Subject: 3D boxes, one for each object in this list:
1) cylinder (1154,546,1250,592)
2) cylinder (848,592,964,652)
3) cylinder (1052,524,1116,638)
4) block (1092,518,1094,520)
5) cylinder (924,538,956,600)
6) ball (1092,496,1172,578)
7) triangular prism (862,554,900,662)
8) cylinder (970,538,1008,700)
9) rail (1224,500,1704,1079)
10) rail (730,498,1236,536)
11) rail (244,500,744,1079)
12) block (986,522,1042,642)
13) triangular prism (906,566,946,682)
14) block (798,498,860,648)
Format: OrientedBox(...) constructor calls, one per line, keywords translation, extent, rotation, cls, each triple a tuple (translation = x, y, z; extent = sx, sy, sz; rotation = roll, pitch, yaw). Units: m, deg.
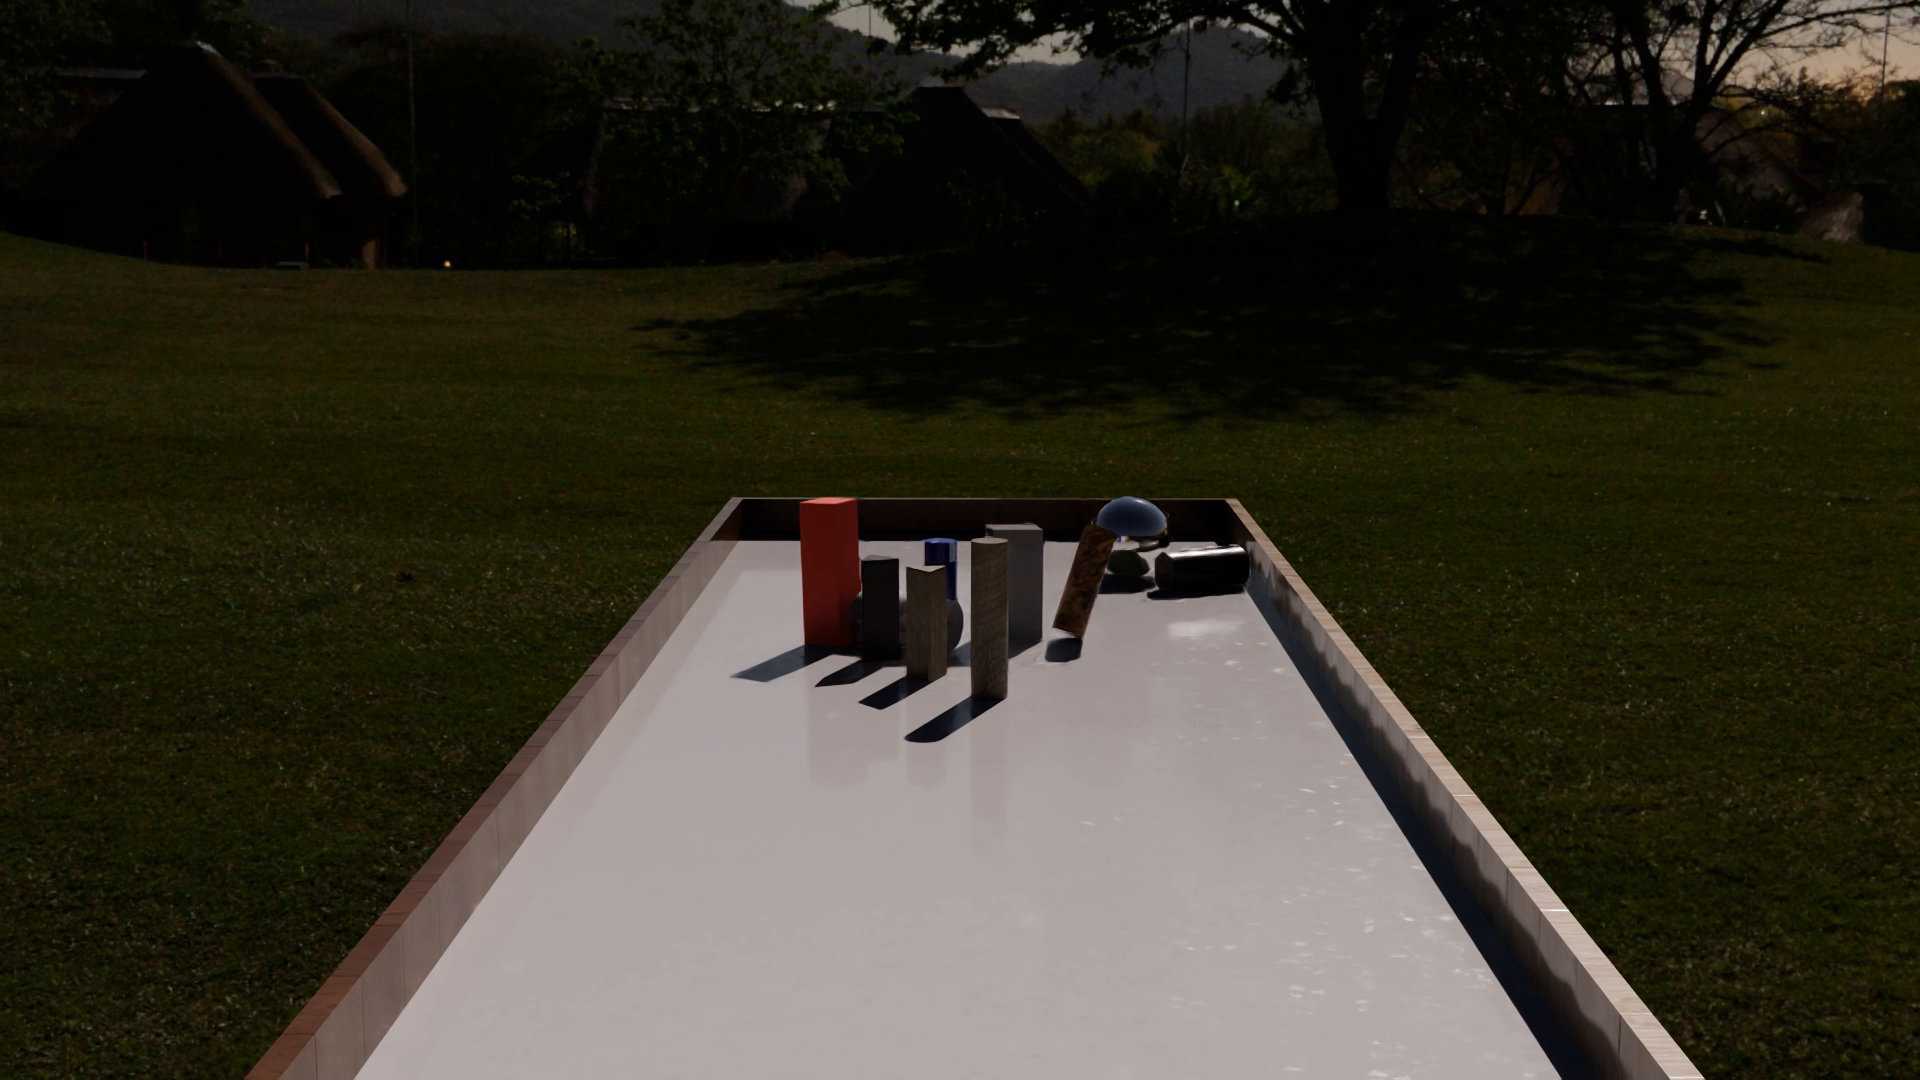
OrientedBox(translation=(0.869, 0.105, 7.893), extent=(0.315, 0.141, 0.141), rotation=(-4, 10, -25), cls="cylinder")
OrientedBox(translation=(-0.169, 0.253, 6.888), extent=(0.321, 0.164, 0.164), rotation=(5, 10, 30), cls="cylinder")
OrientedBox(translation=(0.397, 0.132, 7.019), extent=(0.106, 0.350, 0.106), rotation=(18, -7, 2), cls="cylinder")
OrientedBox(translation=(0.569, -0.007, 8.722), extent=(0.105, 0.105, 0.322), rotation=(1, 9, 7), cls="block")
OrientedBox(translation=(-0.062, 0.161, 6.967), extent=(0.103, 0.321, 0.103), rotation=(0, 9, 0), cls="cylinder")
OrientedBox(translation=(0.630, -0.013, 8.130), extent=(0.300, 0.300, 0.300), rotation=(0, 9, 0), cls="ball")
OrientedBox(translation=(-0.257, 0.206, 6.709), extent=(0.117, 0.313, 0.101), rotation=(-4, 10, -21), cls="triangular prism")
OrientedBox(translation=(0.083, 0.222, 6.182), extent=(0.105, 0.447, 0.105), rotation=(0, 9, 0), cls="cylinder")
OrientedBox(translation=(1.046, 0.843, 3.208), extent=(0.050, 0.150, 12.000), rotation=(0, 9, 1), cls="rail")
OrientedBox(translation=(0.099, -0.098, 9.147), extent=(2.100, 0.150, 0.050), rotation=(0, 9, 1), cls="rail")
OrientedBox(translation=(-1.004, 0.839, 3.234), extent=(0.050, 0.150, 12.000), rotation=(0, 9, 1), cls="rail")
OrientedBox(translation=(0.172, 0.133, 7.024), extent=(0.156, 0.355, 0.156), rotation=(-1, 8, -9), cls="block")
OrientedBox(translation=(-0.082, 0.240, 6.450), extent=(0.101, 0.326, 0.117), rotation=(-7, 11, -36), cls="triangular prism")
OrientedBox(translation=(-0.407, 0.100, 6.925), extent=(0.132, 0.451, 0.132), rotation=(3, 9, 29), cls="block")
